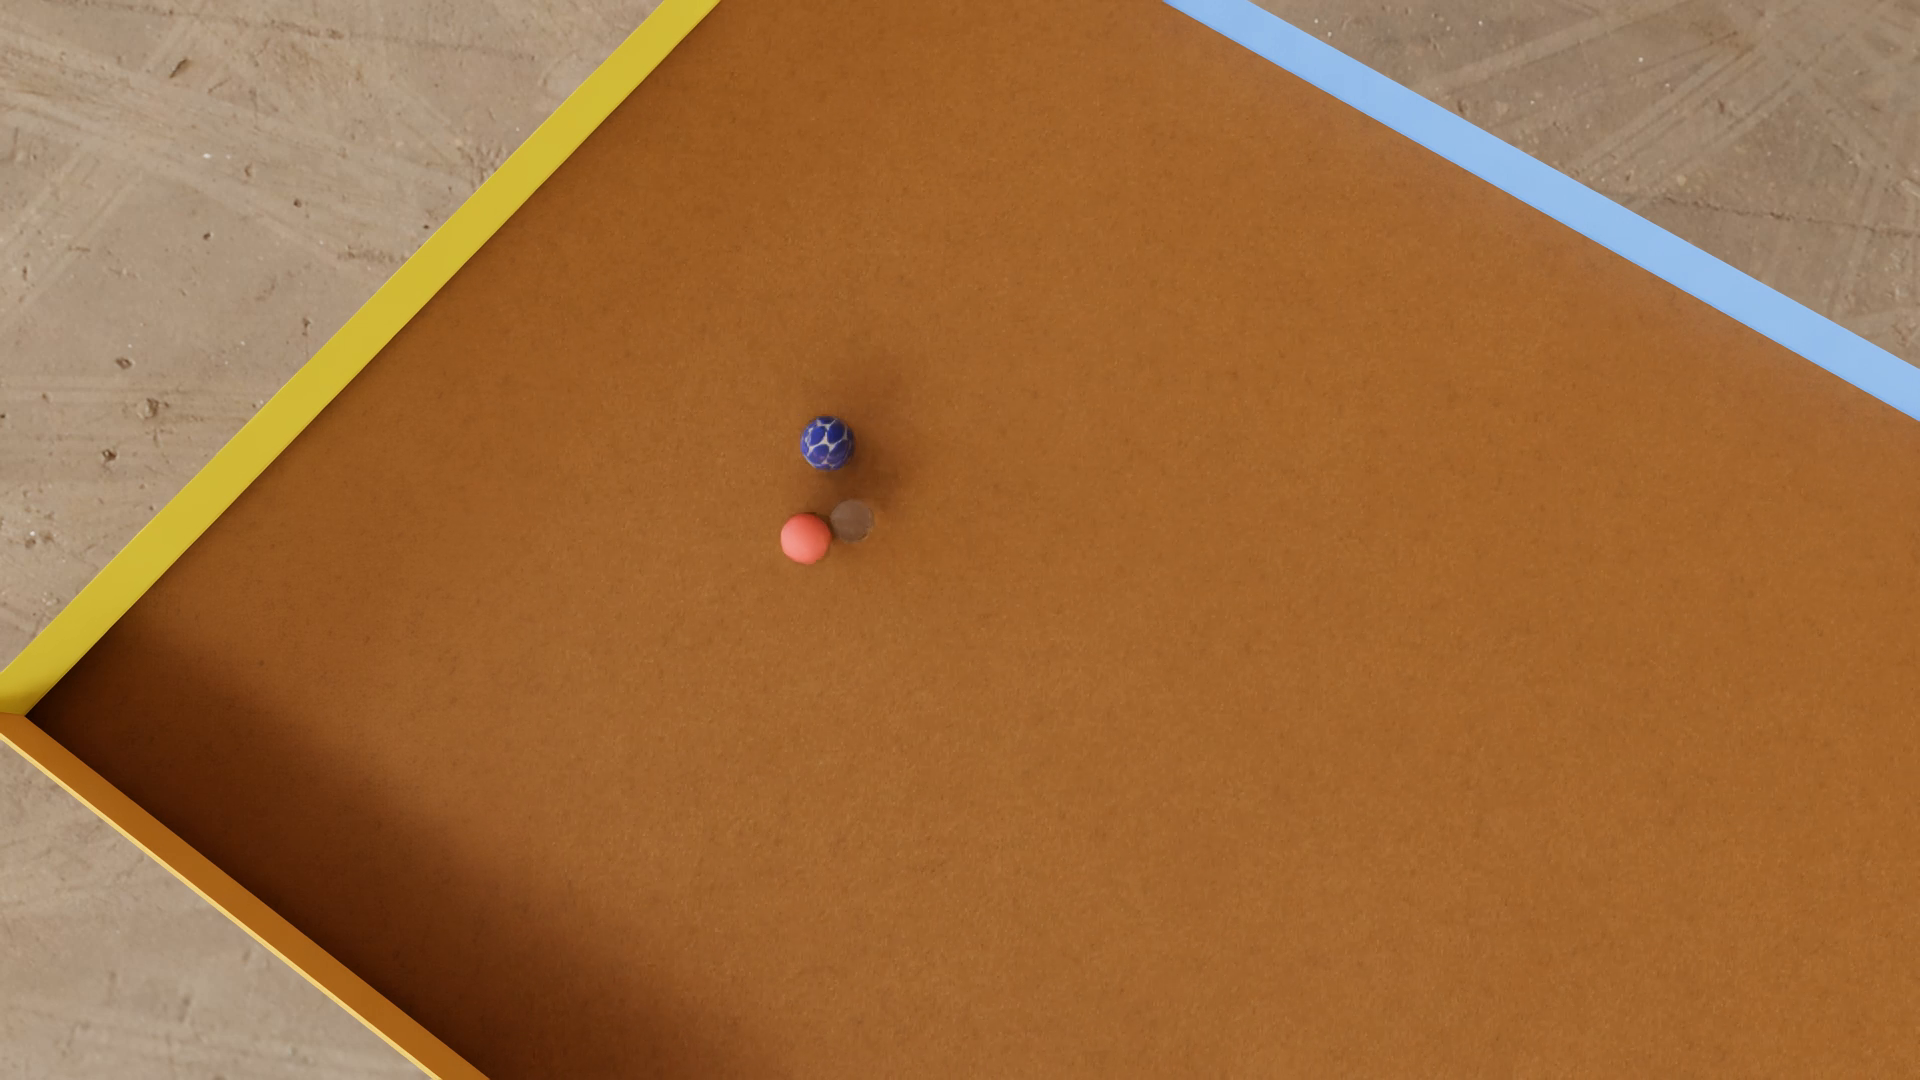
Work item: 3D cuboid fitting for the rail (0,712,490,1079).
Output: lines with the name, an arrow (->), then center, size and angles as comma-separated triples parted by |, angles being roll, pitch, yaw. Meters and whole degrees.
rail -> 0.187, 1.371, 2.902 | 4.197, 0.118, 0.045 | 33, 68, 15

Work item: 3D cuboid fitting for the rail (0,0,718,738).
rail -> -0.831, -0.547, 3.836 | 0.045, 0.118, 2.314 | 33, 68, 15

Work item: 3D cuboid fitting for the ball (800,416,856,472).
ball -> -0.220, -0.160, 3.664 | 0.091, 0.091, 0.091 | 0, 64, 0

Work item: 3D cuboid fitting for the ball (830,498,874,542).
ball -> -0.176, -0.032, 3.612 | 0.072, 0.072, 0.072 | 0, 64, 0

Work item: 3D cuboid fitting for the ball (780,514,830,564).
ball -> -0.252, -0.002, 3.592 | 0.082, 0.082, 0.082 | 0, 64, 0

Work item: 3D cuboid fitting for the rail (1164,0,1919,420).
rail -> 1.514, -0.281, 3.707 | 4.197, 0.118, 0.045 | 33, 68, 15
